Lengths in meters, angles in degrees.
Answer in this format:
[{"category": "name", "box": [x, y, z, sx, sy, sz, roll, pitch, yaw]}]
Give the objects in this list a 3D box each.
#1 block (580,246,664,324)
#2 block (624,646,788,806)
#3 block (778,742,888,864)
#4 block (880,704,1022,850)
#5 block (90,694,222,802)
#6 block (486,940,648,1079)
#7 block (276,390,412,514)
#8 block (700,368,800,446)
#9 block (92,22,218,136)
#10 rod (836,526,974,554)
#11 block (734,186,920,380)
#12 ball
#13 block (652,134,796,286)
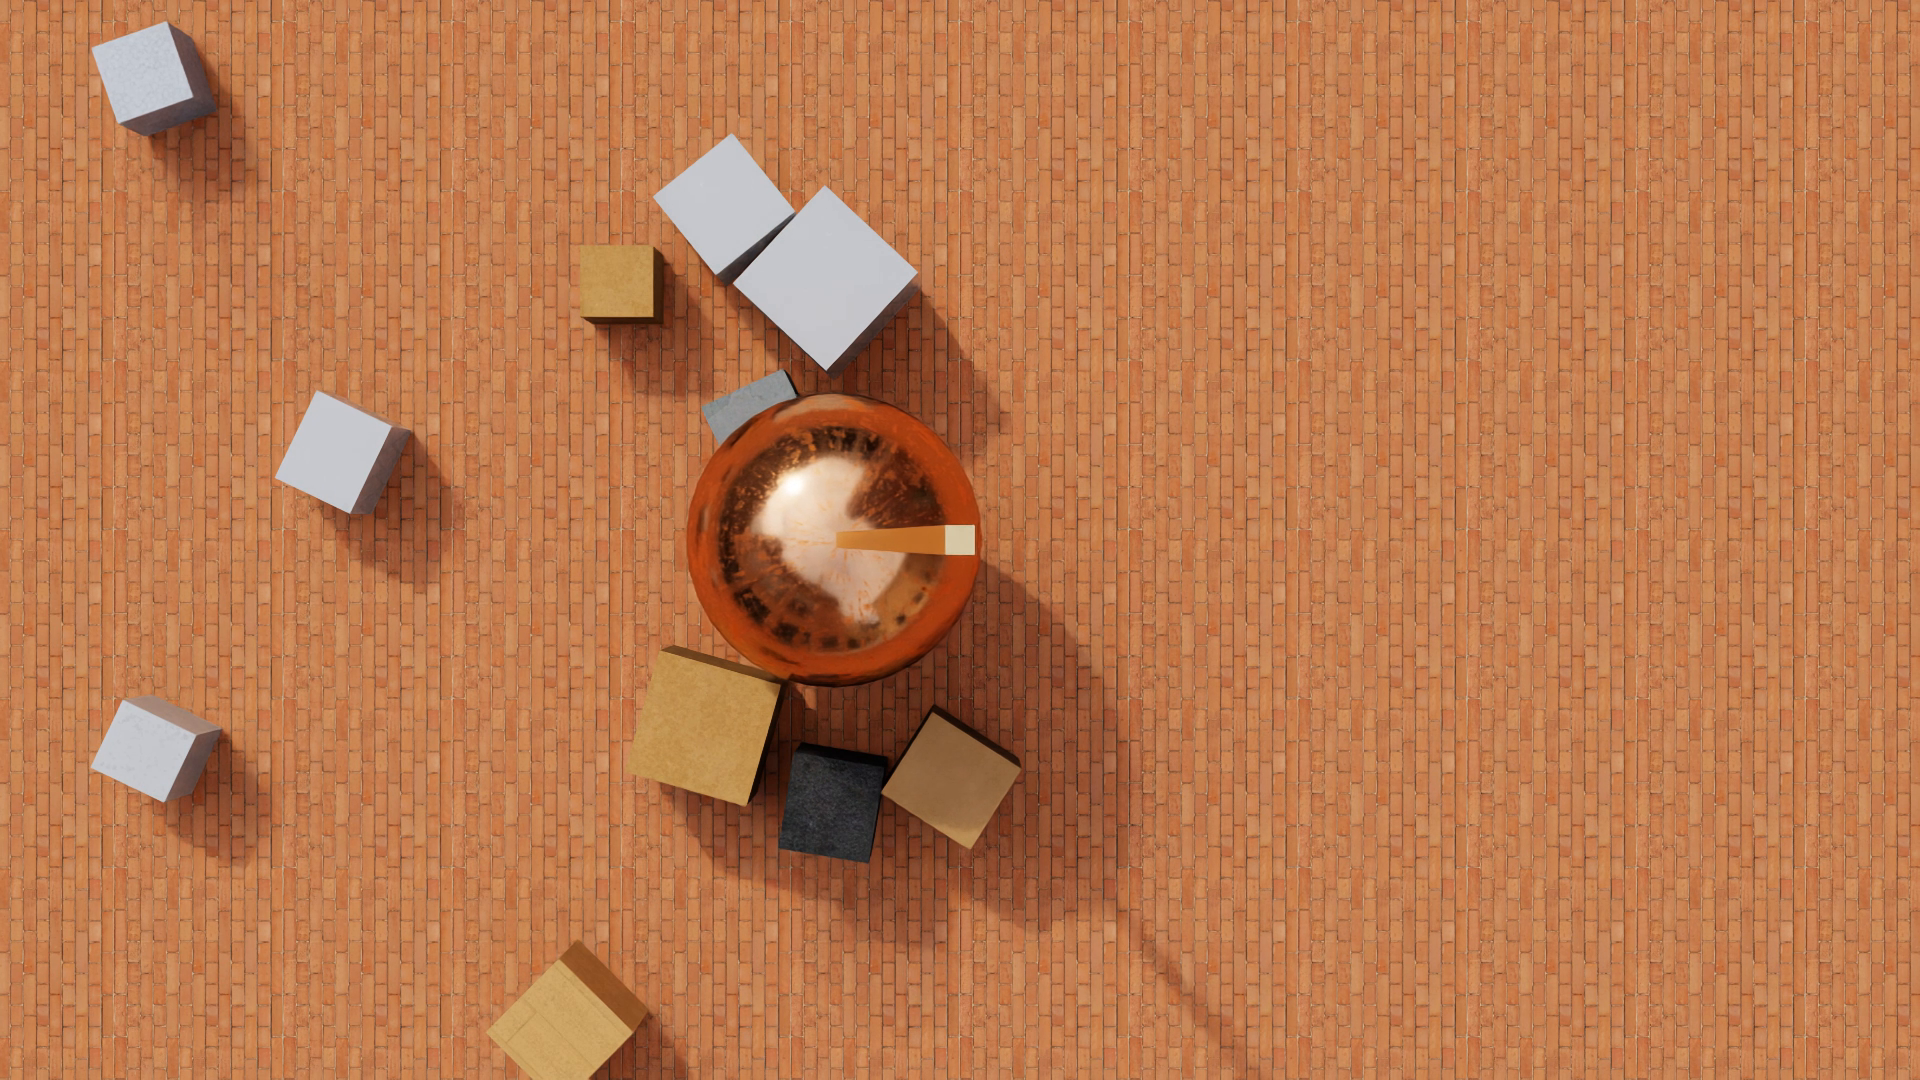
[{"category": "block", "box": [-1.963, -1.481, 12.786, 0.418, 0.428, 0.409, 0, 90, 0]}, {"category": "block", "box": [-1.445, 1.059, 12.680, 0.711, 0.640, 0.710, 16, 90, 0]}, {"category": "block", "box": [-0.726, 1.510, 12.697, 0.518, 0.607, 0.551, 10, 90, 0]}, {"category": "block", "box": [-0.049, 1.358, 12.692, 0.599, 0.616, 0.543, 33, 90, 0]}, {"category": "block", "box": [-4.659, 1.205, 12.773, 0.466, 0.453, 0.427, 26, 90, 0]}, {"category": "block", "box": [-2.254, 2.773, 12.690, 0.593, 0.620, 0.584, 45, 90, 0]}, {"category": "block", "box": [-3.572, -0.502, 12.767, 0.475, 0.465, 0.553, 26, 90, 0]}, {"category": "block", "box": [-1.131, -0.634, 12.758, 0.518, 0.483, 0.516, -25, 90, 0]}, {"category": "block", "box": [-4.679, -2.676, 12.791, 0.458, 0.417, 0.460, -19, 90, 0]}, {"category": "rod", "box": [-0.293, 0.000, 8.516, 0.080, 5.200, 0.080, 0, 90, -6]}, {"category": "block", "box": [-0.748, -1.458, 12.615, 0.711, 0.770, 0.749, 43, 90, 0]}, {"category": "ball", "box": [-0.677, 0.000, 11.895, 1.600, 1.600, 1.600, 0, 90, 0]}, {"category": "block", "box": [-1.337, -1.903, 12.726, 0.577, 0.548, 0.570, -39, 90, 0]}]
